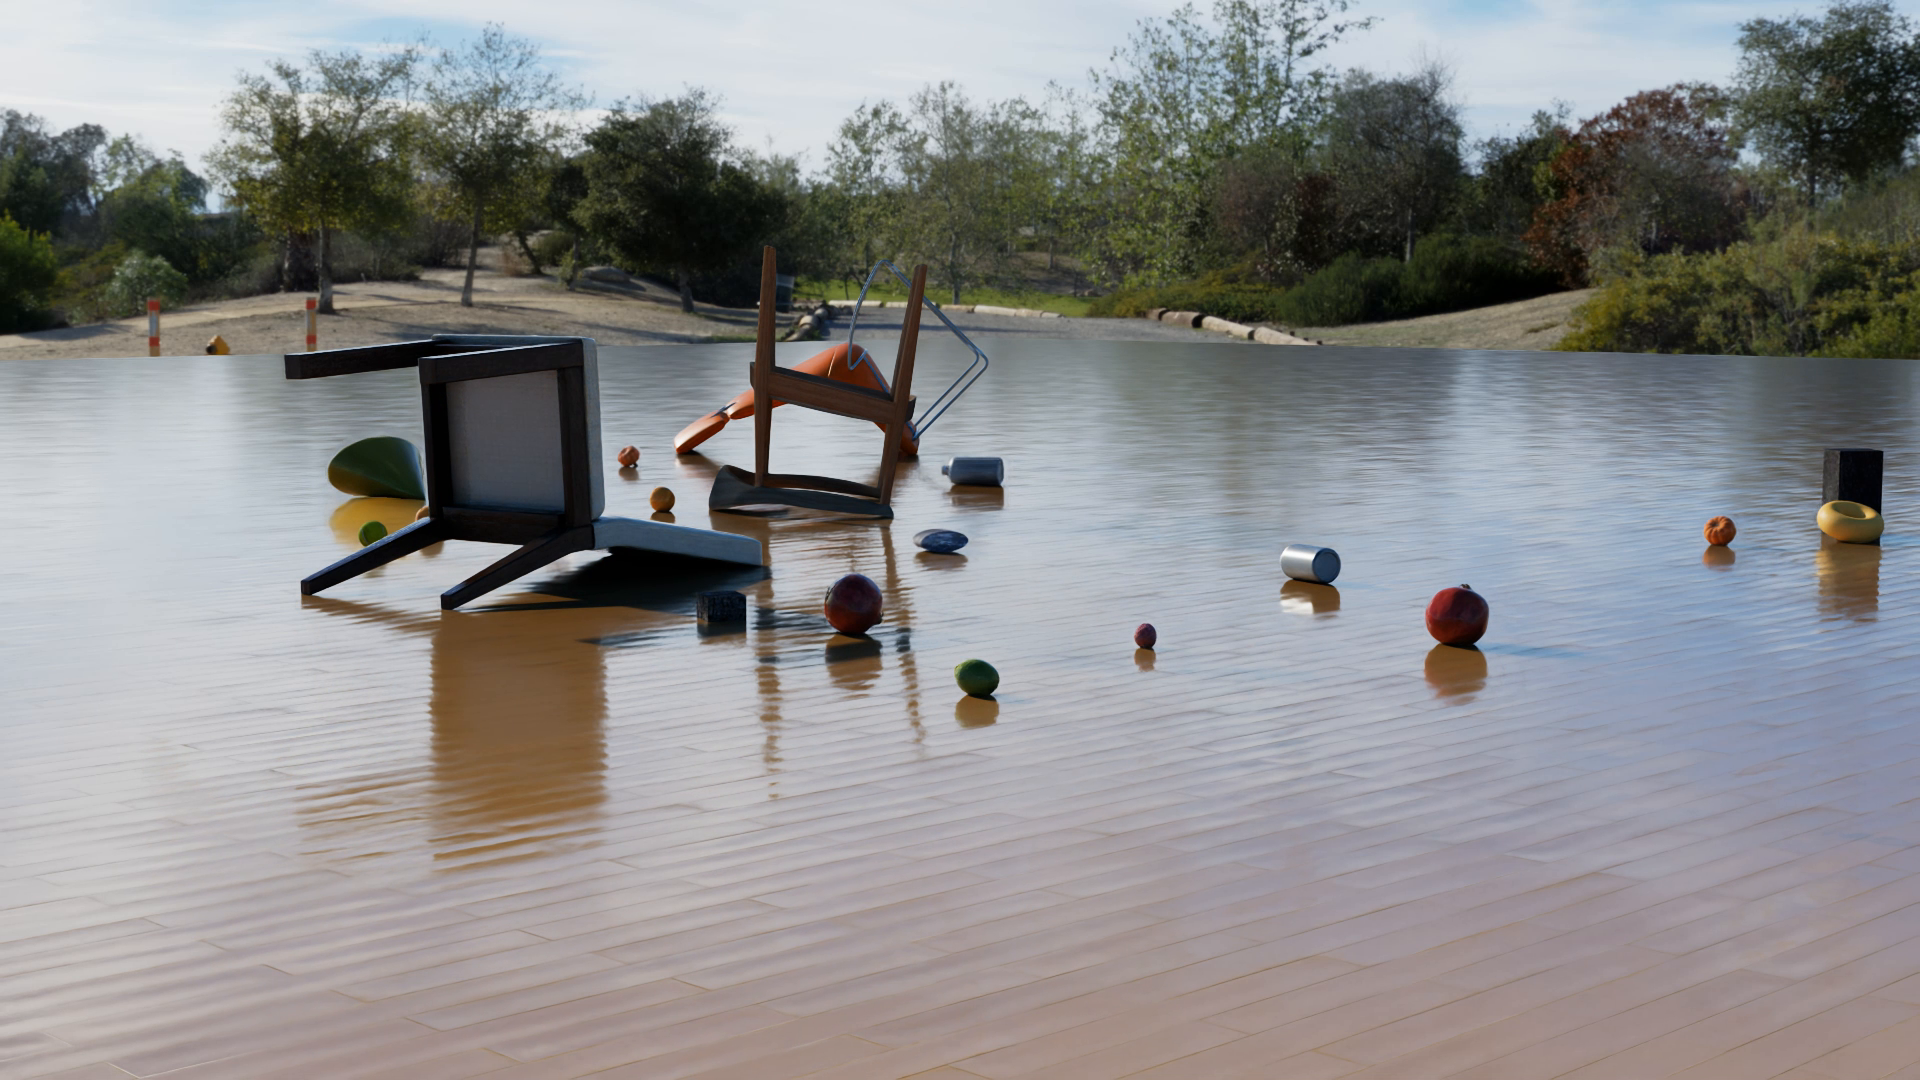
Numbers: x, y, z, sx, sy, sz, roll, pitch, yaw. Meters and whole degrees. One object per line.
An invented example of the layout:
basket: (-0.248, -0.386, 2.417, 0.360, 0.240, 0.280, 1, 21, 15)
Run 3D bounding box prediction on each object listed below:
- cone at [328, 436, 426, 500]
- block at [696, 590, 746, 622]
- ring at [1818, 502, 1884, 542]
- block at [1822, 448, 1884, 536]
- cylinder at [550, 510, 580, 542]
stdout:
cone: (-1.659, -0.169, 7.603, 0.237, 0.197, 0.359, 31, 19, 30)
block: (-0.459, 0.128, 4.943, 0.076, 0.047, 0.086, -2, 6, -20)
ring: (2.221, -0.045, 6.400, 0.162, 0.063, 0.160, -10, 29, -30)
block: (2.268, -0.121, 6.523, 0.113, 0.218, 0.100, 0, 6, -4)
cylinder: (-0.981, -0.036, 6.375, 0.050, 0.080, 0.079, 1, -14, 13)
